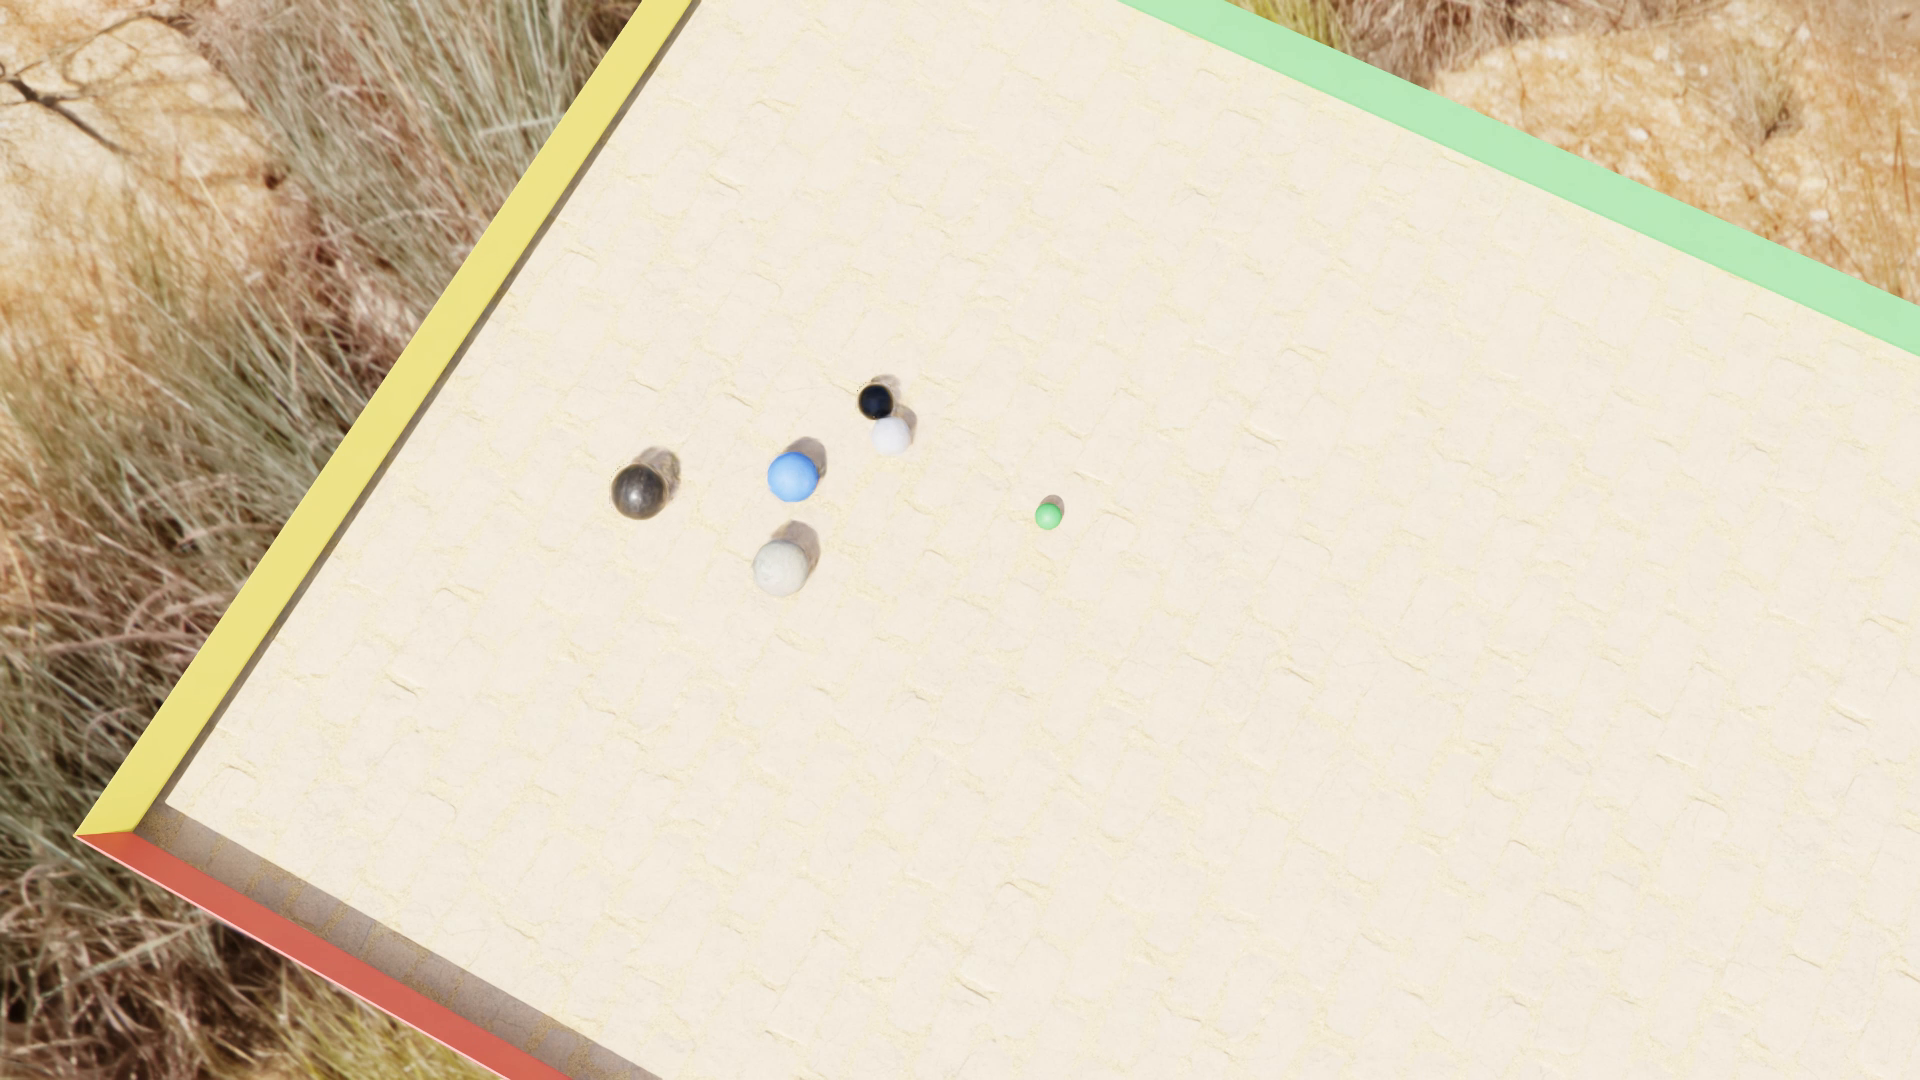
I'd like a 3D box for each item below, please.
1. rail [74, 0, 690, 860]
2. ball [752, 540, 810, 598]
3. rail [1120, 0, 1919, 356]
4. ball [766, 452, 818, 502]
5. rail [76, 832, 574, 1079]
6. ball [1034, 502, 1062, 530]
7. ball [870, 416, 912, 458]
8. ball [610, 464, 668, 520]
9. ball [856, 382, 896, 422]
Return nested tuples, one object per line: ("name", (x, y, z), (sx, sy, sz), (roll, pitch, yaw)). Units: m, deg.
("rail", (-0.786, -0.398, 3.576), (0.045, 0.119, 2.078), (26, 72, 9))
("ball", (-0.279, 0.044, 3.426), (0.090, 0.090, 0.090), (0, 69, 0))
("rail", (1.281, -0.450, 3.595), (3.649, 0.119, 0.045), (26, 72, 9))
("ball", (-0.265, -0.099, 3.485), (0.081, 0.081, 0.081), (0, 69, 0))
("rail", (0.332, 1.231, 2.965), (3.649, 0.119, 0.045), (26, 72, 9))
("ball", (0.140, -0.037, 3.482), (0.043, 0.043, 0.043), (0, 69, 0))
("ball", (-0.111, -0.166, 3.518), (0.066, 0.066, 0.066), (0, 69, 0))
("ball", (-0.506, -0.076, 3.471), (0.091, 0.091, 0.091), (0, 69, 0))
("ball", (-0.135, -0.222, 3.541), (0.062, 0.062, 0.062), (0, 69, 0))
